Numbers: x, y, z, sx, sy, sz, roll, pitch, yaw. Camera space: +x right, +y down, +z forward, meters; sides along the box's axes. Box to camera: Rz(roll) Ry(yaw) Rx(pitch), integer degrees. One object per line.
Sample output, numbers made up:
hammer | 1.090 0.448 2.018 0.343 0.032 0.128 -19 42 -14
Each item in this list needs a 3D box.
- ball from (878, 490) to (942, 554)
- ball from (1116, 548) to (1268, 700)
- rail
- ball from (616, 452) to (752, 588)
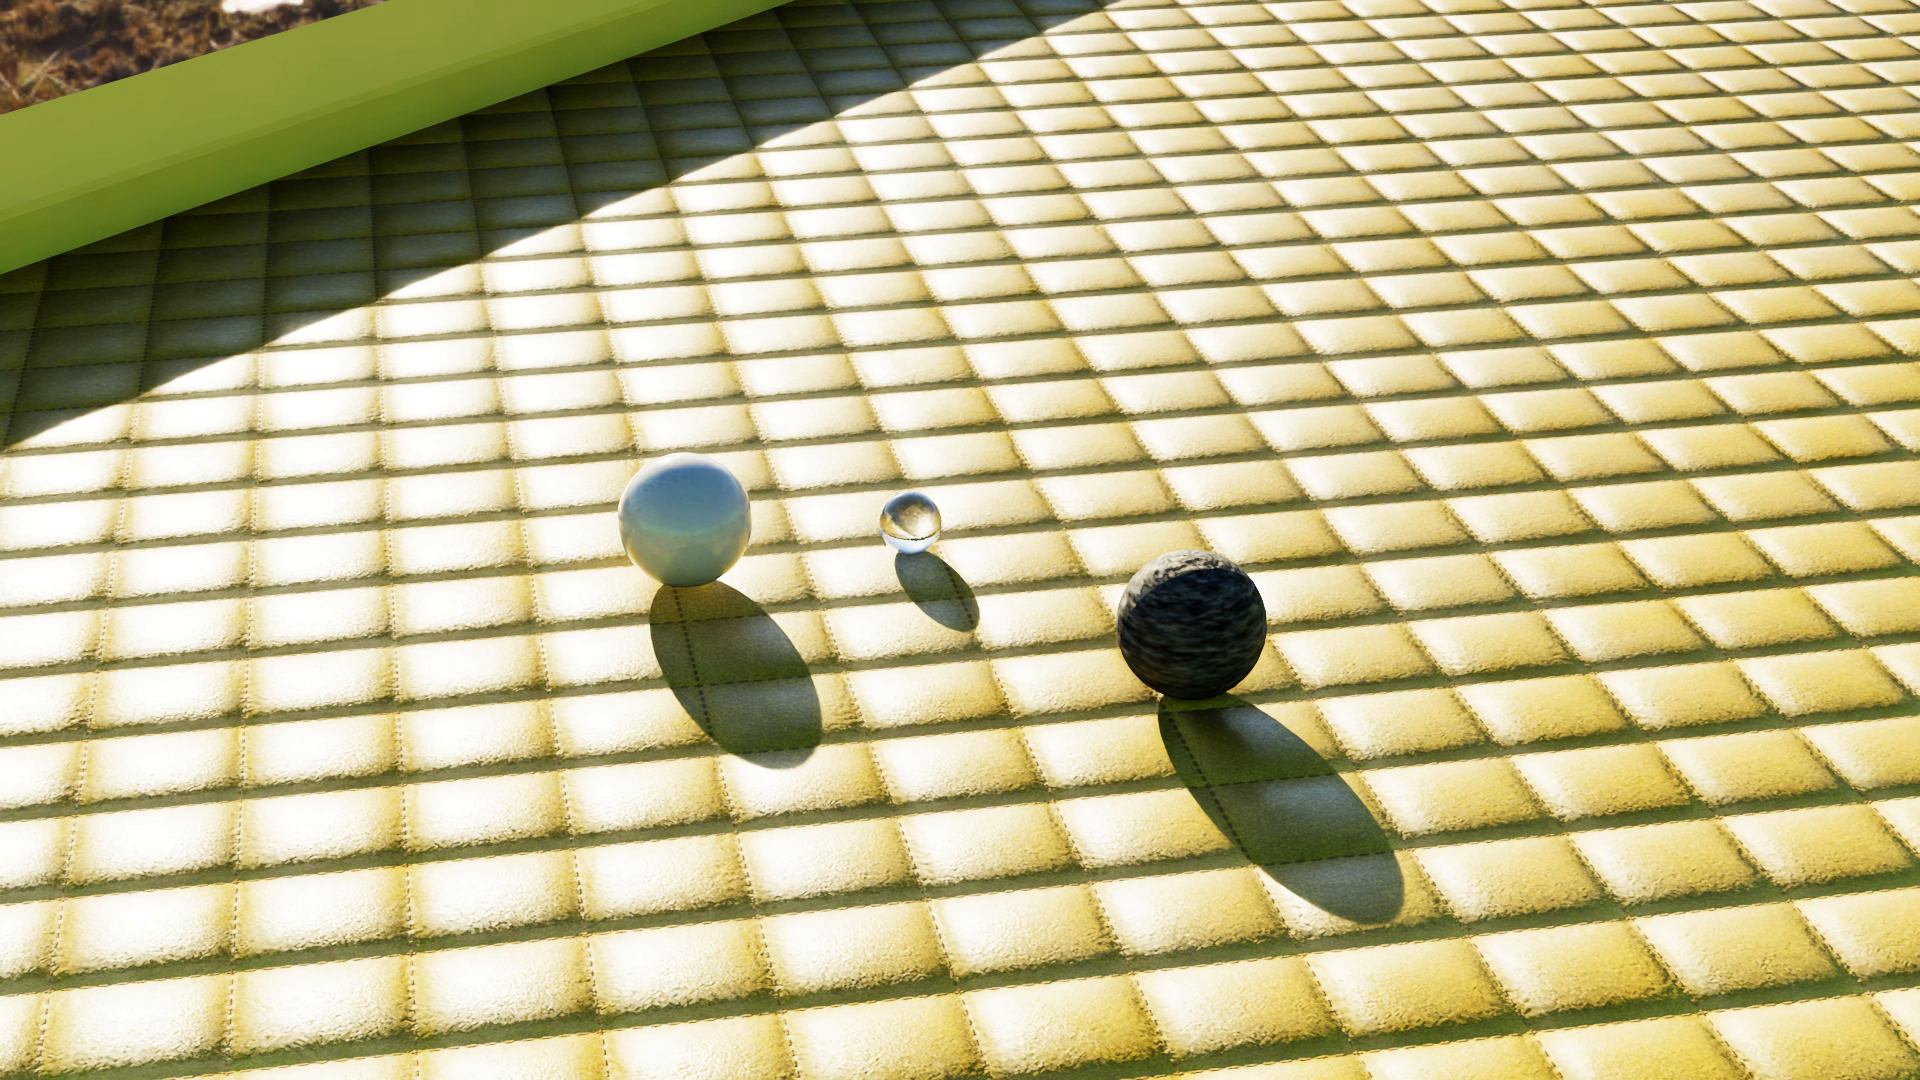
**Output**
ball | -0.033 -0.012 1.921 0.041 0.041 0.041 0 25 0
ball | 0.136 0.050 1.730 0.089 0.089 0.089 0 25 0
rail | -0.326 -0.551 2.996 0.045 0.128 3.498 16 29 30
ball | -0.175 -0.013 1.870 0.086 0.086 0.086 0 25 0
